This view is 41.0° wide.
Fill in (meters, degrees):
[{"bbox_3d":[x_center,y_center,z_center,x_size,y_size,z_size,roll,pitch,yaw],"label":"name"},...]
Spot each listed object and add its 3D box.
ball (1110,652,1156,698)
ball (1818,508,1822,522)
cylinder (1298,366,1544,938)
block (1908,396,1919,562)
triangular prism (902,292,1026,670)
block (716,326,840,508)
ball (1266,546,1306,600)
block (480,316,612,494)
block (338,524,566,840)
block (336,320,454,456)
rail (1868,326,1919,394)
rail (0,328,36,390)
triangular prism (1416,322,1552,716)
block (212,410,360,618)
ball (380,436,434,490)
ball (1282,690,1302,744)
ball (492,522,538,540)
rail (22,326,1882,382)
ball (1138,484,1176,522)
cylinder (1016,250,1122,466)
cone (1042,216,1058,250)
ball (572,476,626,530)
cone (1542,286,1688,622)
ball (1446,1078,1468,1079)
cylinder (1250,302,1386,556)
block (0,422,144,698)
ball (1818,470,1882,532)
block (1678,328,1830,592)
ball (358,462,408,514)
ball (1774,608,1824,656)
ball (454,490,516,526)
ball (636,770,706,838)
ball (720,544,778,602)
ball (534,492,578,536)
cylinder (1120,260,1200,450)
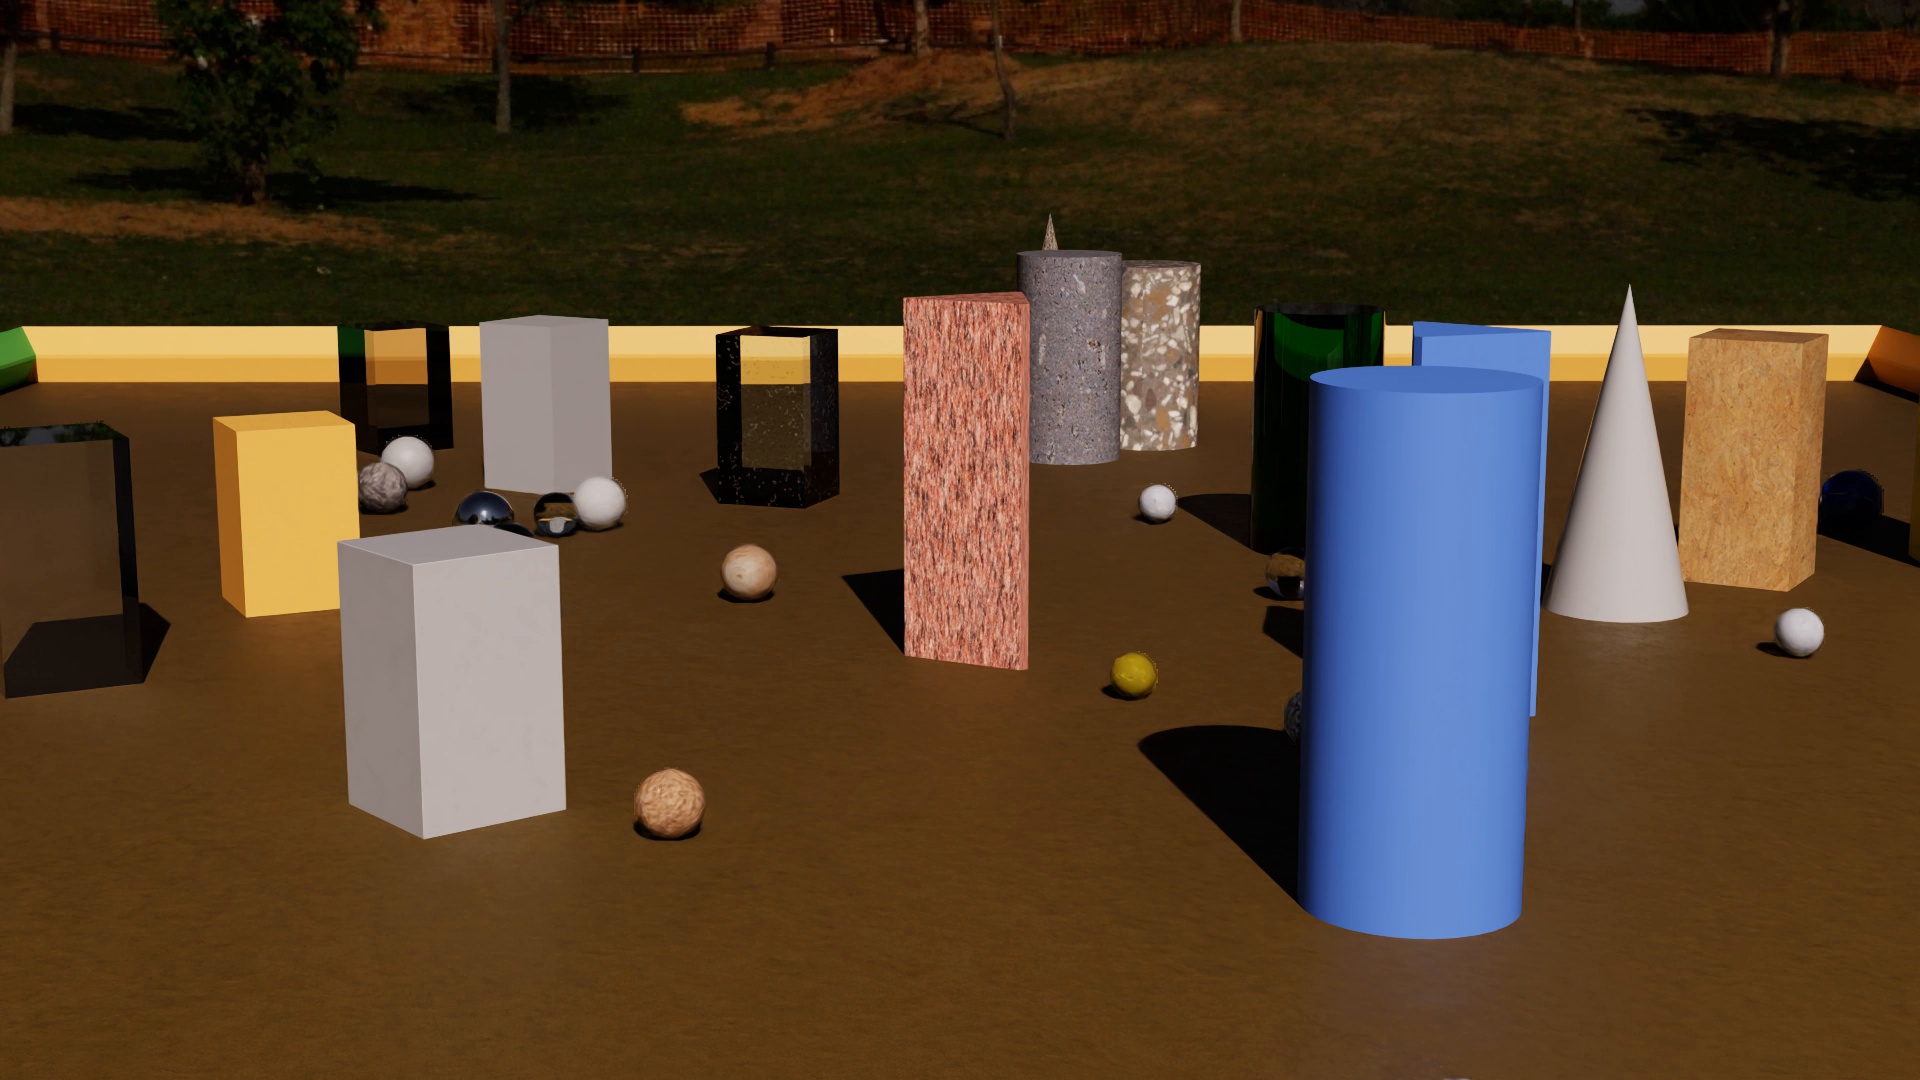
[{"bbox_3d":[0.201,0.158,2.982,0.053,0.053,0.053,0,11,0],"label":"ball"},{"bbox_3d":[1.358,-0.050,4.105,0.052,0.052,0.052,0,11,0],"label":"ball"},{"bbox_3d":[0.395,0.091,2.218,0.195,0.463,0.195,0,11,0],"label":"cylinder"},{"bbox_3d":[1.499,-0.122,3.748,0.156,0.324,0.156,1,11,4],"label":"block"},{"bbox_3d":[0.039,-0.080,3.189,0.169,0.446,0.147,6,12,28],"label":"triangular prism"},{"bbox_3d":[-0.306,-0.210,4.330,0.156,0.284,0.156,4,11,19],"label":"block"},{"bbox_3d":[0.457,0.046,3.531,0.073,0.073,0.073,0,11,0],"label":"ball"},{"bbox_3d":[-0.720,-0.237,4.467,0.156,0.289,0.156,6,12,30],"label":"block"},{"bbox_3d":[-0.500,0.134,2.526,0.156,0.266,0.156,-9,14,-39],"label":"block"},{"bbox_3d":[-1.083,-0.294,4.920,0.156,0.235,0.156,-8,13,-38],"label":"block"},{"bbox_3d":[2.133,0.030,3.461,0.045,0.127,5.105,0,11,0],"label":"rail"},{"bbox_3d":[-2.133,0.035,3.437,0.045,0.127,5.105,0,11,0],"label":"rail"},{"bbox_3d":[0.549,-0.023,2.910,0.169,0.436,0.147,-4,11,-20],"label":"triangular prism"},{"bbox_3d":[-0.918,-0.039,3.503,0.156,0.250,0.156,-5,12,-27],"label":"block"},{"bbox_3d":[-0.956,-0.133,4.441,0.093,0.093,0.093,0,11,0],"label":"ball"},{"bbox_3d":[0.381,0.192,2.767,0.065,0.065,0.065,0,11,0],"label":"ball"},{"bbox_3d":[-0.635,0.022,3.598,0.095,0.095,0.095,0,11,0],"label":"ball"},{"bbox_3d":[-0.015,-0.428,5.935,4.314,0.127,0.045,0,11,0],"label":"rail"},{"bbox_3d":[0.317,-0.058,4.124,0.061,0.061,0.061,0,11,0],"label":"ball"},{"bbox_3d":[0.203,-0.343,4.784,0.195,0.381,0.195,0,11,0],"label":"cylinder"},{"bbox_3d":[0.184,-0.457,5.269,0.195,0.429,0.195,0,11,0],"label":"cone"},{"bbox_3d":[-0.571,-0.058,4.055,0.086,0.086,0.086,0,11,0],"label":"ball"},{"bbox_3d":[0.889,-0.125,3.446,0.195,0.440,0.195,0,11,0],"label":"cone"},{"bbox_3d":[0.324,0.389,1.663,0.079,0.079,0.079,0,11,0],"label":"ball"},{"bbox_3d":[0.540,-0.167,3.880,0.195,0.365,0.195,0,11,0],"label":"cylinder"},{"bbox_3d":[-1.080,0.020,3.061,0.156,0.295,0.156,-6,12,-29],"label":"block"},{"bbox_3d":[1.404,-0.062,4.047,0.096,0.096,0.096,0,11,0],"label":"ball"},{"bbox_3d":[1.132,-0.118,3.663,0.156,0.348,0.156,6,12,31],"label":"block"},{"bbox_3d":[-0.950,-0.086,4.207,0.085,0.085,0.085,0,11,0],"label":"ball"},{"bbox_3d":[1.044,0.115,3.192,0.061,0.061,0.061,0,11,0],"label":"ball"},{"bbox_3d":[-0.720,-0.029,3.883,0.091,0.091,0.091,0,11,0],"label":"ball"},{"bbox_3d":[-0.276,0.251,2.443,0.066,0.066,0.066,0,11,0],"label":"ball"},{"bbox_3d":[-0.290,0.045,3.522,0.078,0.078,0.078,0,11,0],"label":"ball"},{"bbox_3d":[-0.631,-0.040,4.005,0.070,0.070,0.070,0,11,0],"label":"ball"},{"bbox_3d":[0.366,-0.360,4.964,0.195,0.348,0.195,0,11,0],"label":"cylinder"}]
